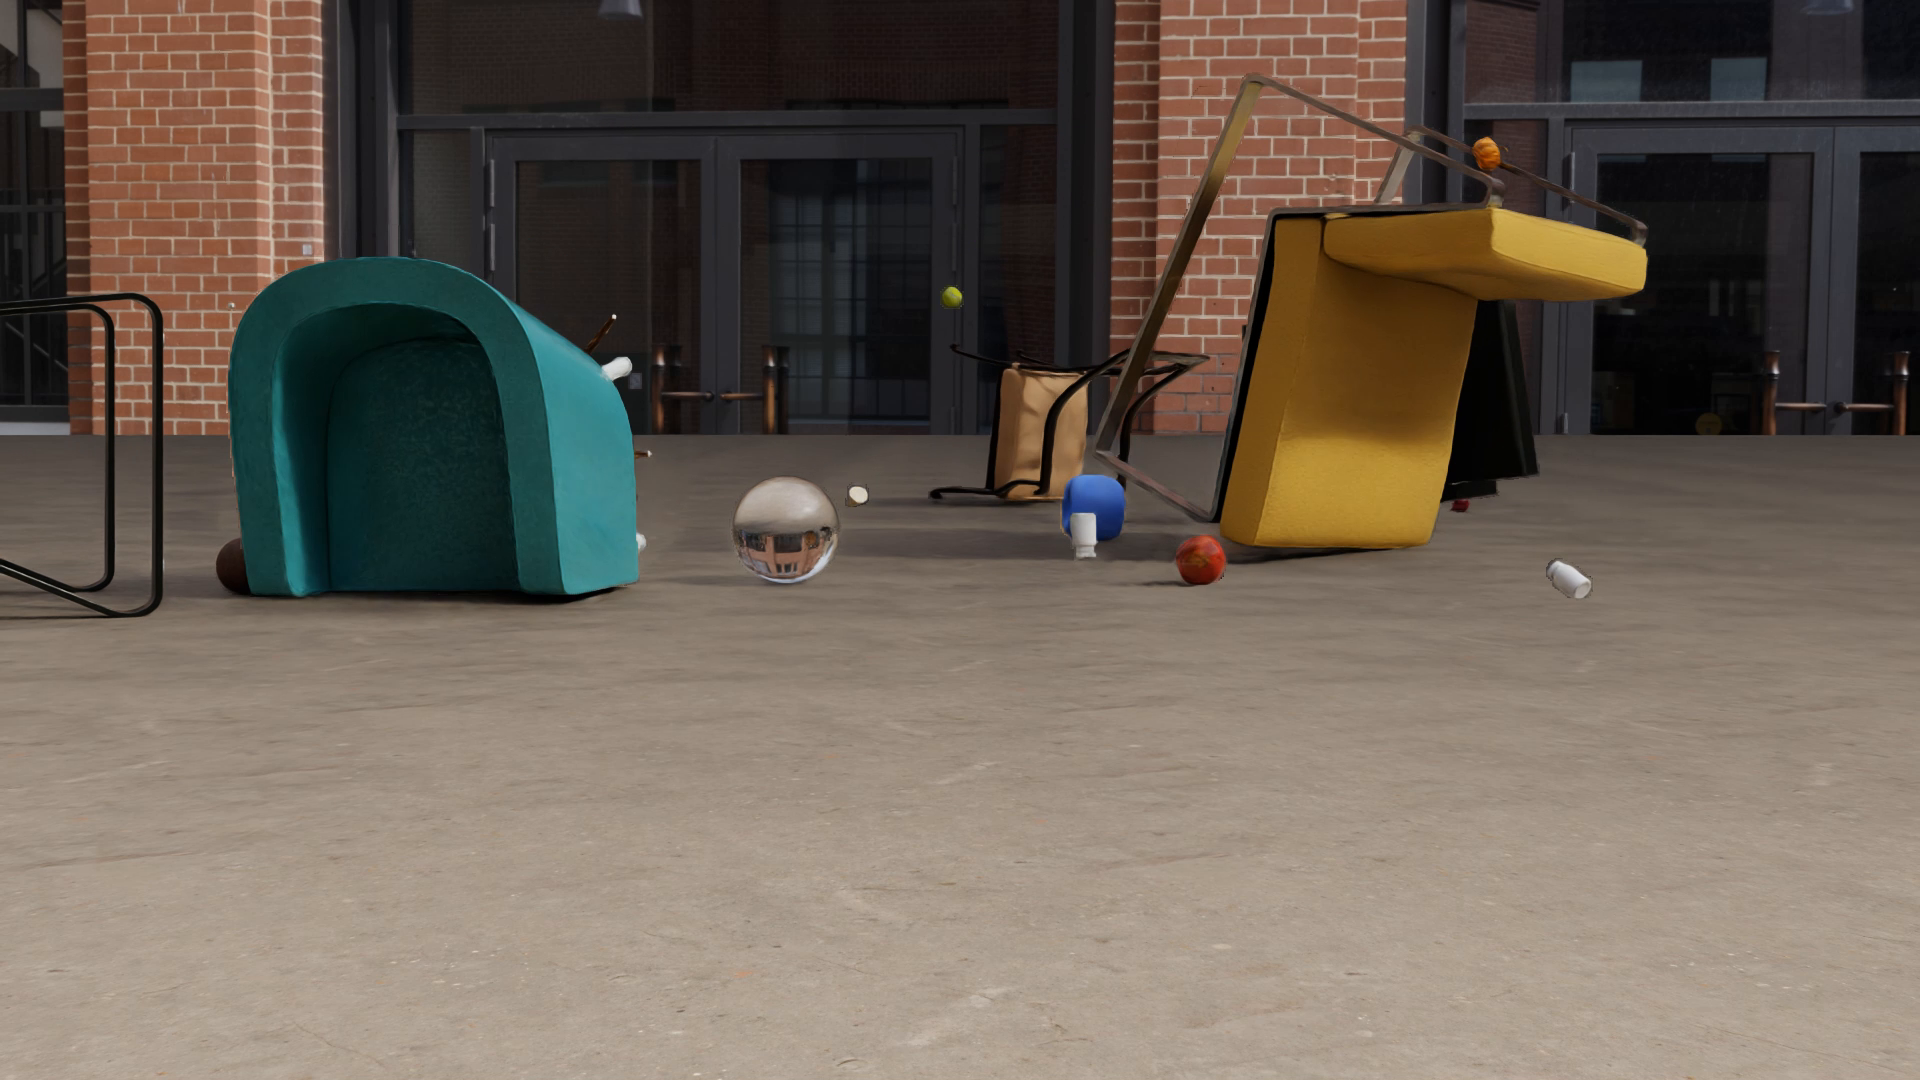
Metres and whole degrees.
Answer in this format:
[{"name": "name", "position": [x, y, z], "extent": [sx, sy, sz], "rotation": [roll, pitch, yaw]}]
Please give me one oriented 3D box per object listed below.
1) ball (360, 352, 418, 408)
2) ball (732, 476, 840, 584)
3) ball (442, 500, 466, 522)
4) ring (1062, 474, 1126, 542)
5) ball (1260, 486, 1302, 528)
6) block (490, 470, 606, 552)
[{"name": "ball", "position": [-1.526, -0.427, 5.875], "extent": [0.153, 0.153, 0.153], "rotation": [0, 4, 0]}, {"name": "ball", "position": [-0.402, -0.024, 5.076], "extent": [0.250, 0.250, 0.250], "rotation": [0, 4, 0]}, {"name": "ball", "position": [-1.700, -0.098, 7.398], "extent": [0.079, 0.079, 0.079], "rotation": [0, 4, 0]}, {"name": "ring", "position": [0.393, -0.094, 6.482], "extent": [0.161, 0.198, 0.221], "rotation": [4, 9, -7]}, {"name": "ball", "position": [1.037, -0.107, 7.105], "extent": [0.137, 0.137, 0.137], "rotation": [0, 4, 0]}, {"name": "block", "position": [-1.150, -0.082, 6.143], "extent": [0.216, 0.155, 0.204], "rotation": [-19, -1, 15]}]
